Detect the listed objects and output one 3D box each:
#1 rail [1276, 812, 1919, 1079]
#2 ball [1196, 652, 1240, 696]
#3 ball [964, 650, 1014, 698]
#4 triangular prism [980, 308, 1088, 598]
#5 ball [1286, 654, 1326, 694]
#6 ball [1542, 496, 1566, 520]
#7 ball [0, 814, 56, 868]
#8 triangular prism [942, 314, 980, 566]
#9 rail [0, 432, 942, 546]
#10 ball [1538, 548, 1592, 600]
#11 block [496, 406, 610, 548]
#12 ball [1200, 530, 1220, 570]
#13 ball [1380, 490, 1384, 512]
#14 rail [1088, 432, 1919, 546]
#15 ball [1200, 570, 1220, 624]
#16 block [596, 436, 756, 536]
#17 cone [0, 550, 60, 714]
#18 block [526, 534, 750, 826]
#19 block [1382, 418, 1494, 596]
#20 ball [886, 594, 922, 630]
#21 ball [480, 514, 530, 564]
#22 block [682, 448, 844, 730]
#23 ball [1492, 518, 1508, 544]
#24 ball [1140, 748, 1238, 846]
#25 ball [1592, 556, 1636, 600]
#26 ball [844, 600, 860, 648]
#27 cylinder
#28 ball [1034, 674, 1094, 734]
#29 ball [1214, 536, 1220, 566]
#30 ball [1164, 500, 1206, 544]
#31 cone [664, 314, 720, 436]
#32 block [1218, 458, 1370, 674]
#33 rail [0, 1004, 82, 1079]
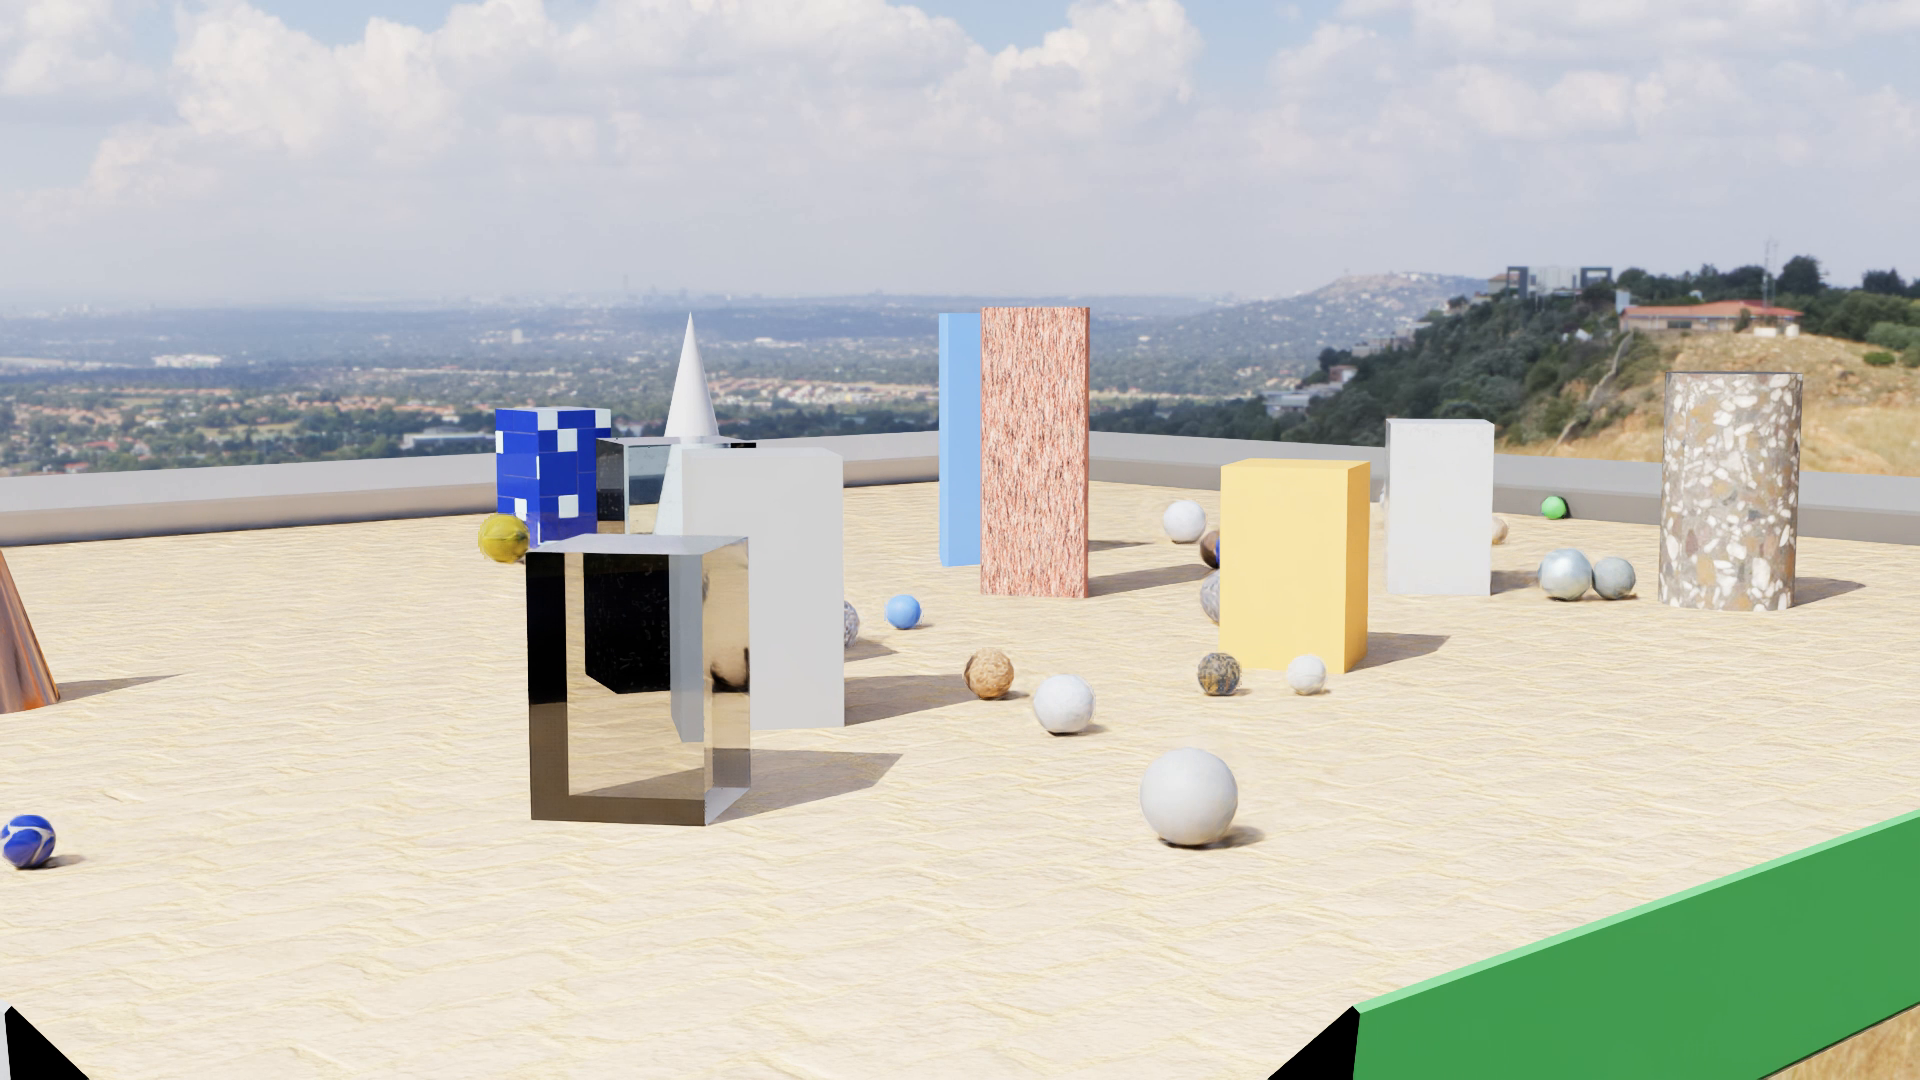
[{"bbox_3d":[1.233,0.172,2.003,3.810,0.128,0.045,-5,8,-42],"label":"rail"},{"bbox_3d":[0.300,0.155,2.548,0.051,0.051,0.051,0,6,0],"label":"ball"},{"bbox_3d":[0.034,0.154,2.527,0.057,0.057,0.057,0,6,0],"label":"ball"},{"bbox_3d":[0.135,-0.143,3.482,0.171,0.449,0.148,2,6,16],"label":"triangular prism"},{"bbox_3d":[0.403,0.156,2.556,0.046,0.046,0.046,0,6,0],"label":"ball"},{"bbox_3d":[1.266,-0.068,4.691,0.049,0.049,0.049,0,6,0],"label":"ball"},{"bbox_3d":[-0.747,0.241,1.762,0.043,0.043,0.043,0,6,0],"label":"ball"},{"bbox_3d":[0.006,-0.183,3.914,0.171,0.439,0.148,-4,7,-33],"label":"triangular prism"},{"bbox_3d":[-1.233,-0.106,4.661,3.810,0.128,0.045,-5,8,-42],"label":"rail"},{"bbox_3d":[0.931,0.053,3.383,0.081,0.081,0.081,0,6,0],"label":"ball"},{"bbox_3d":[-0.776,-0.122,4.205,0.158,0.257,0.158,-5,8,-41],"label":"block"},{"bbox_3d":[0.448,0.016,3.783,0.070,0.070,0.070,0,6,0],"label":"ball"},{"bbox_3d":[0.927,-0.082,4.591,0.098,0.098,0.098,0,6,0],"label":"ball"},{"bbox_3d":[1.383,-0.099,4.601,0.045,0.128,3.684,-5,8,-42],"label":"rail"},{"bbox_3d":[0.381,0.080,3.116,0.082,0.082,0.082,0,6,0],"label":"ball"},{"bbox_3d":[-0.348,0.021,2.700,0.158,0.286,0.158,-3,6,-23],"label":"block"},{"bbox_3d":[-1.128,0.034,2.484,0.197,0.306,0.197,0,6,0],"label":"cone"},{"bbox_3d":[-0.286,0.121,1.979,0.158,0.237,0.158,1,6,9],"label":"block"},{"bbox_3d":[0.762,-0.055,3.513,0.158,0.268,0.158,1,6,8],"label":"block"},{"bbox_3d":[-0.079,0.100,3.079,0.050,0.050,0.050,0,6,0],"label":"ball"},{"bbox_3d":[-0.801,-0.002,3.876,0.088,0.088,0.088,0,6,0],"label":"ball"},{"bbox_3d":[-0.217,0.050,2.403,0.158,0.291,0.158,-1,6,-11],"label":"block"},{"bbox_3d":[1.023,-0.018,4.207,0.050,0.050,0.050,0,6,0],"label":"ball"},{"bbox_3d":[0.191,0.214,1.835,0.082,0.082,0.082,0,6,0],"label":"ball"},{"bbox_3d":[1.006,0.059,3.388,0.067,0.067,0.067,0,6,0],"label":"ball"},{"bbox_3d":[-0.167,0.110,2.880,0.071,0.071,0.071,0,6,0],"label":"ball"},{"bbox_3d":[1.169,-0.078,3.340,0.197,0.350,0.197,0,6,0],"label":"cylinder"},{"bbox_3d":[0.109,0.173,2.315,0.064,0.064,0.064,0,6,0],"label":"ball"},{"bbox_3d":[0.469,0.019,3.663,0.089,0.089,0.089,0,6,0],"label":"ball"},{"bbox_3d":[0.431,-0.035,4.214,0.084,0.084,0.084,0,6,0],"label":"ball"},{"bbox_3d":[-0.462,-0.172,3.790,0.197,0.443,0.197,0,6,0],"label":"cone"},{"bbox_3d":[0.426,0.029,2.789,0.158,0.252,0.158,2,6,20],"label":"block"},{"bbox_3d":[-1.383,0.166,2.063,0.045,0.128,3.684,-5,8,-42],"label":"rail"}]
